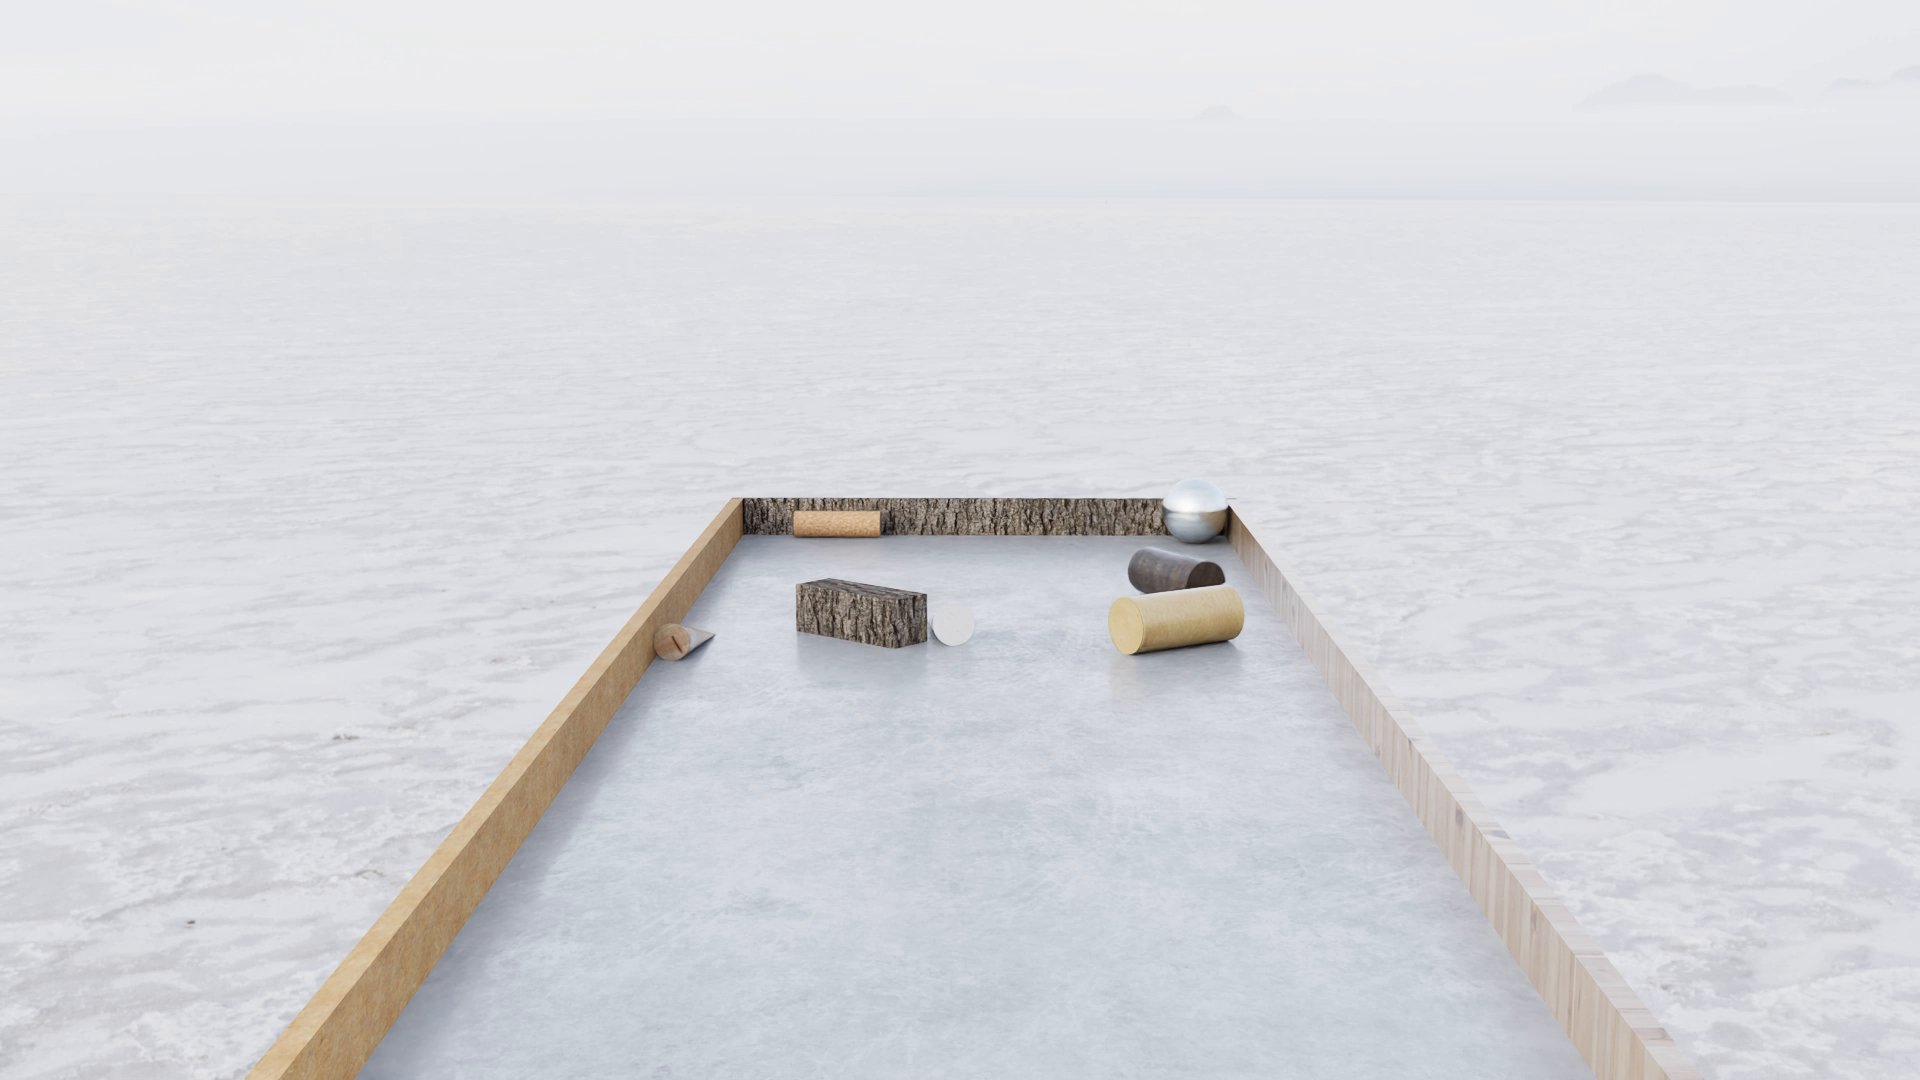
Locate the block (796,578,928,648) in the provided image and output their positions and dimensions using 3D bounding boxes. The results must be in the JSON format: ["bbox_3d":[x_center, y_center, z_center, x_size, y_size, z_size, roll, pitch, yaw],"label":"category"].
[{"bbox_3d":[-0.318,0.233,7.050,0.435,0.154,0.154,8,12,41],"label":"block"}]

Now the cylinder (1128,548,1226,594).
[{"bbox_3d":[0.751,0.131,7.659,0.163,0.163,0.354,-5,10,-29],"label":"cylinder"}]

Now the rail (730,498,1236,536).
[{"bbox_3d":[0.099,-0.098,9.147,2.100,0.150,0.050,0,9,1],"label":"rail"}]

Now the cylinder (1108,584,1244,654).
[{"bbox_3d":[0.678,0.247,6.884,0.402,0.178,0.178,-6,11,-32],"label":"cylinder"}]

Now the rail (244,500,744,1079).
[{"bbox_3d":[-1.004,0.839,3.234,0.050,0.150,12.000,0,9,1],"label":"rail"}]

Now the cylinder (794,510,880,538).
[{"bbox_3d":[-0.506,-0.066,9.080,0.352,0.108,0.108,0,9,1],"label":"cylinder"}]

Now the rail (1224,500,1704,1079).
[{"bbox_3d":[1.046,0.843,3.208,0.050,0.150,12.000,0,9,1],"label":"rail"}]

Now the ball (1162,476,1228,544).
[{"bbox_3d":[0.952,-0.121,8.908,0.270,0.270,0.270,0,9,0],"label":"ball"}]

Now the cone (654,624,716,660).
[{"bbox_3d":[-0.831,0.307,6.891,0.115,0.115,0.422,2,1,12],"label":"cone"}]

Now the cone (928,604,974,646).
[{"bbox_3d":[-0.065,0.265,7.122,0.134,0.134,0.435,-2,0,-12],"label":"cone"}]
